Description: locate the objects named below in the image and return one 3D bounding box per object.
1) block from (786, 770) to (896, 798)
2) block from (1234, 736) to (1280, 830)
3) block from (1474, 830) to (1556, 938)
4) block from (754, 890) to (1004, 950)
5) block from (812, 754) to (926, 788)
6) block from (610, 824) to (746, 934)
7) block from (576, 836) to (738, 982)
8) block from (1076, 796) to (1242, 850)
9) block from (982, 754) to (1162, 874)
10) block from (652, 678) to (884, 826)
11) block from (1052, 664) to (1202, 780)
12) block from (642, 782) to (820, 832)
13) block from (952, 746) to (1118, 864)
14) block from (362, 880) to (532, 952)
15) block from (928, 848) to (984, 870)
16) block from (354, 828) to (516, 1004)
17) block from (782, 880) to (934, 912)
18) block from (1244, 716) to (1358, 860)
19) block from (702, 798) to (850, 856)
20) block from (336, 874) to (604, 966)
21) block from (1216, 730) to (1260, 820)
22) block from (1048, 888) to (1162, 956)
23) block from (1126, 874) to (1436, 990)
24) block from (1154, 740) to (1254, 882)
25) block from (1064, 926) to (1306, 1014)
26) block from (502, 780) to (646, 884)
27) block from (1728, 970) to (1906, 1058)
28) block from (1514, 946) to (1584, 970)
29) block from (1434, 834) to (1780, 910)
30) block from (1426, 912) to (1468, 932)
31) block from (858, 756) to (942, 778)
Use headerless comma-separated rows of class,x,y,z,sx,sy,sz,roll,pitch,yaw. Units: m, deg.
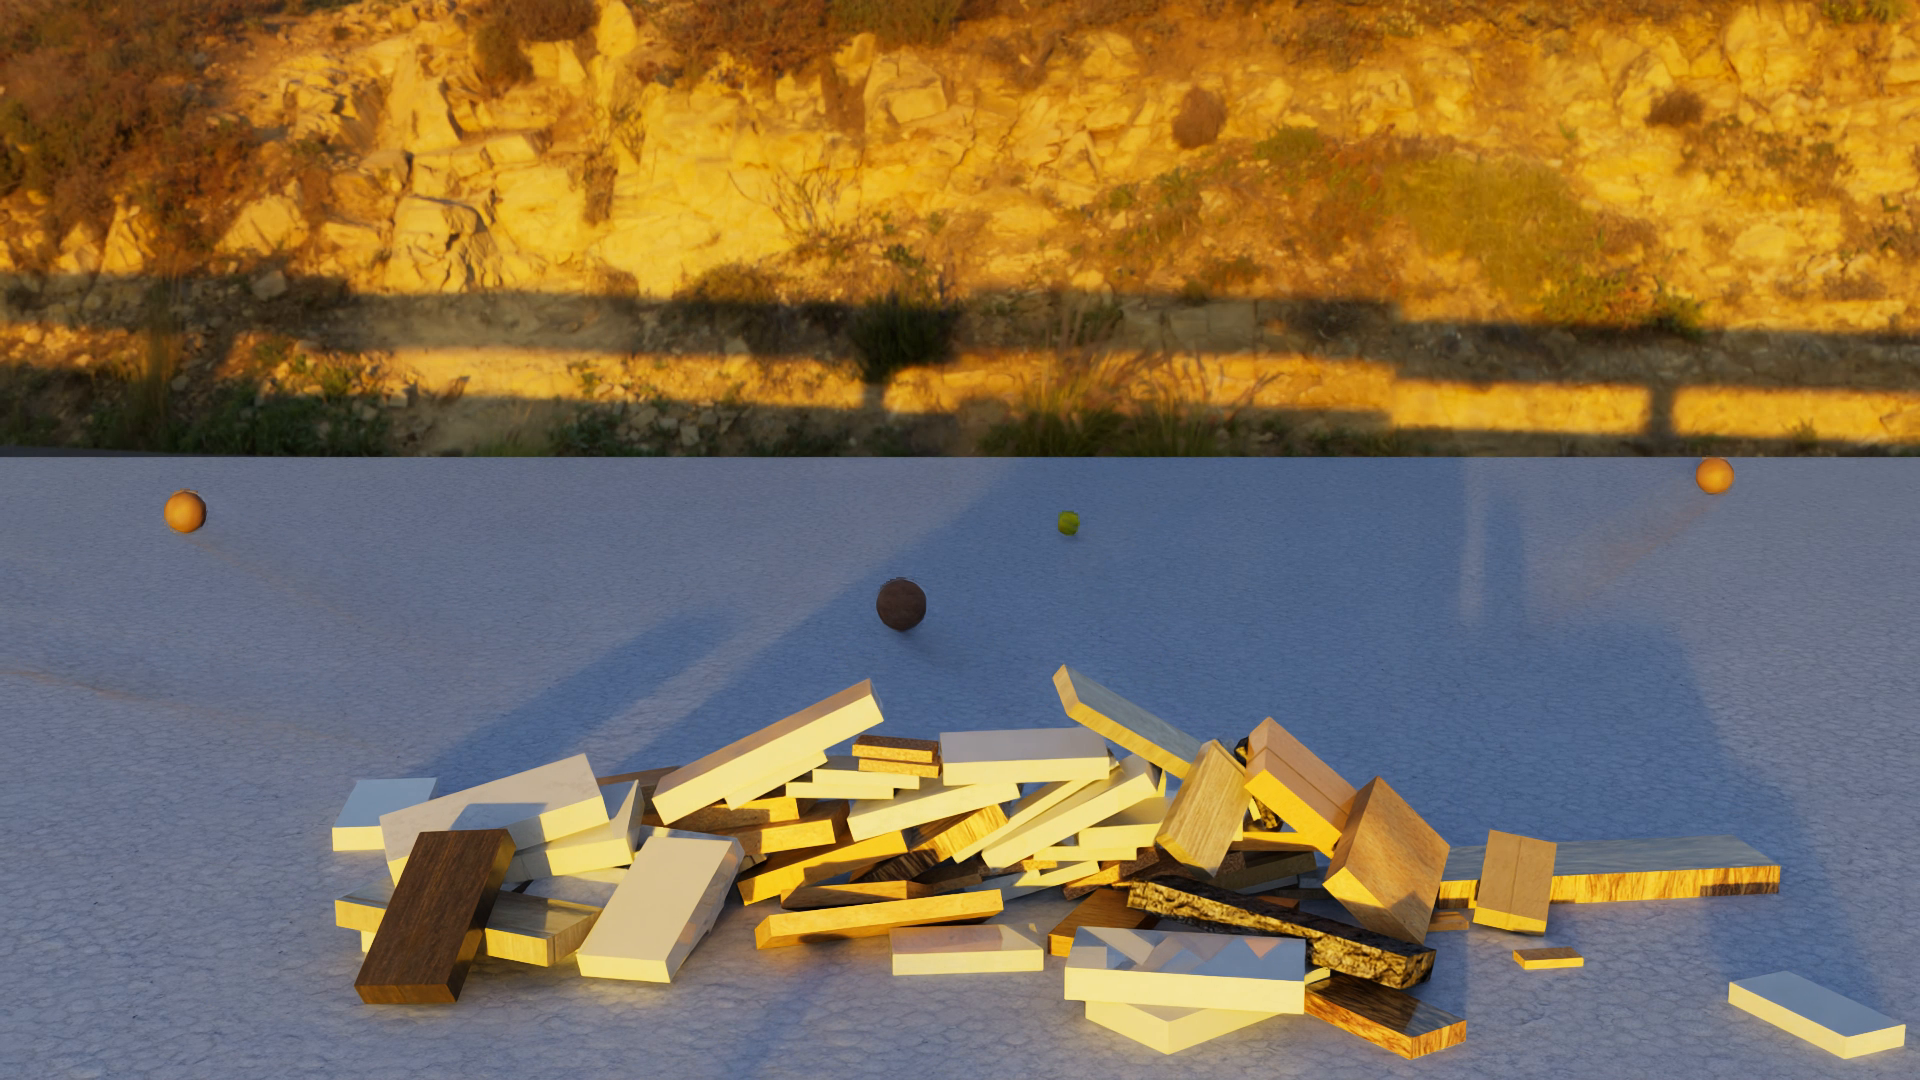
block,-0.196,0.404,3.658,0.176,0.025,0.088,1,10,2
block,0.496,0.402,3.651,0.020,0.142,0.071,-22,3,20
block,0.902,0.555,3.567,0.110,0.031,0.220,11,30,14
block,-0.126,0.592,3.429,0.371,0.032,0.114,-3,-19,-18
block,-0.148,0.383,3.637,0.176,0.025,0.088,2,10,8
block,-0.520,0.541,3.576,0.309,0.044,0.154,4,50,23
block,-0.462,0.563,3.375,0.144,0.041,0.288,1,30,17
block,0.323,0.462,3.616,0.264,0.037,0.132,-4,12,-1
block,0.184,0.437,3.579,0.307,0.037,0.132,-29,8,16
block,-0.317,0.350,3.664,0.395,0.049,0.172,-26,6,0
block,0.306,0.318,3.566,0.360,0.030,0.107,30,20,-26
block,-0.460,0.463,3.750,0.427,0.040,0.139,-9,6,13
block,0.121,0.435,3.613,0.310,0.019,0.066,-32,8,1
block,-0.811,0.593,3.532,0.154,0.044,0.309,3,11,15
block,-0.081,0.533,3.866,0.288,0.041,0.144,5,11,23
block,-0.780,0.559,3.283,0.147,0.042,0.294,-4,40,14
block,-0.162,0.567,3.490,0.217,0.031,0.108,-7,-16,21
block,0.611,0.450,3.610,0.337,0.048,0.168,40,26,-9
block,-0.332,0.488,3.679,0.279,0.040,0.139,-9,6,10
block,-0.753,0.579,3.376,0.395,0.042,0.147,5,12,25
block,0.469,0.394,3.680,0.020,0.142,0.071,-23,5,2
block,0.233,0.609,3.478,0.114,0.032,0.228,5,11,23
block,0.483,0.586,3.319,0.434,0.047,0.167,13,0,27
block,0.395,0.430,3.504,0.030,0.107,0.214,-34,17,47
block,0.325,0.614,3.151,0.333,0.047,0.167,2,11,9
block,-0.696,0.484,3.580,0.344,0.049,0.172,-10,26,4
block,1.217,0.674,3.133,0.110,0.031,0.220,-5,12,-24
block,0.900,0.640,3.366,0.093,0.013,0.046,-1,11,-8
block,1.063,0.558,3.710,0.589,0.048,0.168,-1,11,-8
block,0.760,0.611,3.519,0.093,0.013,0.046,-2,11,-9
block,-0.094,0.366,3.605,0.131,0.019,0.066,4,11,10
